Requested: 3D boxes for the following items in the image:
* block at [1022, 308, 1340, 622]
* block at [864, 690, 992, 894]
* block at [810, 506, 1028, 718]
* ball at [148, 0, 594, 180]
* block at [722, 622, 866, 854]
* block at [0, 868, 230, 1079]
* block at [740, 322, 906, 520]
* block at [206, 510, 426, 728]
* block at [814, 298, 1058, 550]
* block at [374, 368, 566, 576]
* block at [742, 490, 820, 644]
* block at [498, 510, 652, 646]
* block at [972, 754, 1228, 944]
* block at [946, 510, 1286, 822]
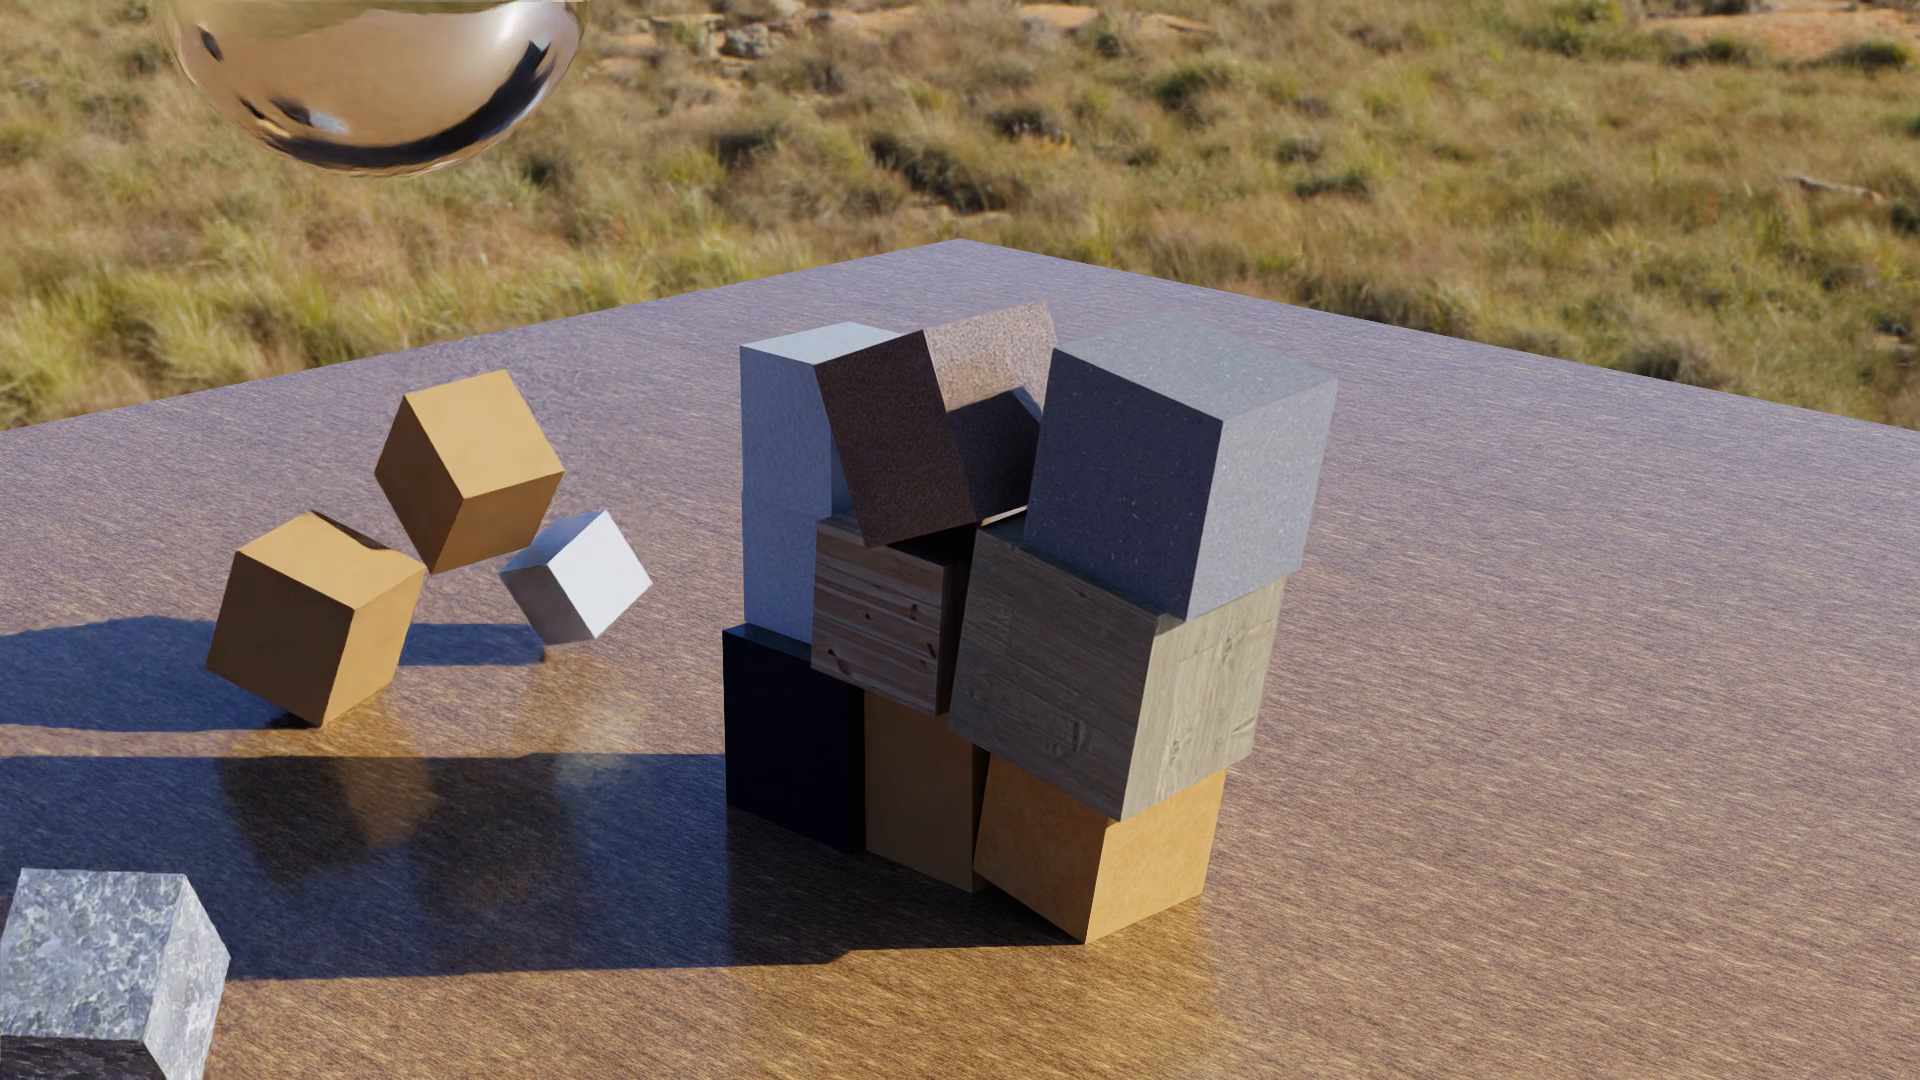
[{"bbox_3d":[0.916,-0.331,12.257,0.870,0.893,0.830,26,30,33],"label":"block"},{"bbox_3d":[0.059,1.045,13.609,0.700,0.846,0.716,17,24,42],"label":"block"},{"bbox_3d":[-0.100,0.250,13.427,0.751,0.719,0.865,19,26,36],"label":"block"},{"bbox_3d":[-2.099,-2.095,10.483,1.600,1.600,1.600,0,17,0],"label":"ball"},{"bbox_3d":[-0.507,0.854,14.139,0.901,0.892,0.876,-17,24,-42],"label":"block"},{"bbox_3d":[-3.225,1.716,11.090,0.630,0.666,0.685,1,55,5],"label":"block"},{"bbox_3d":[-0.559,-0.565,13.758,0.692,0.728,0.622,-17,24,-42],"label":"block"},{"bbox_3d":[-3.399,0.406,15.491,0.719,0.725,0.748,25,24,10],"label":"block"},{"bbox_3d":[-0.018,-0.510,12.909,0.719,0.842,0.787,-14,3,45],"label":"block"},{"bbox_3d":[-2.692,-0.372,16.050,0.624,0.742,0.711,-18,66,-35],"label":"block"},{"bbox_3d":[-0.607,0.078,14.024,0.617,0.658,0.604,17,24,42],"label":"block"},{"bbox_3d":[-2.144,0.213,16.350,0.464,0.509,0.523,-9,29,45],"label":"block"},{"bbox_3d":[0.623,1.225,13.074,0.776,0.702,0.709,-16,35,-42],"label":"block"},{"bbox_3d":[0.681,0.452,12.740,0.973,0.981,0.959,26,30,33],"label":"block"}]
